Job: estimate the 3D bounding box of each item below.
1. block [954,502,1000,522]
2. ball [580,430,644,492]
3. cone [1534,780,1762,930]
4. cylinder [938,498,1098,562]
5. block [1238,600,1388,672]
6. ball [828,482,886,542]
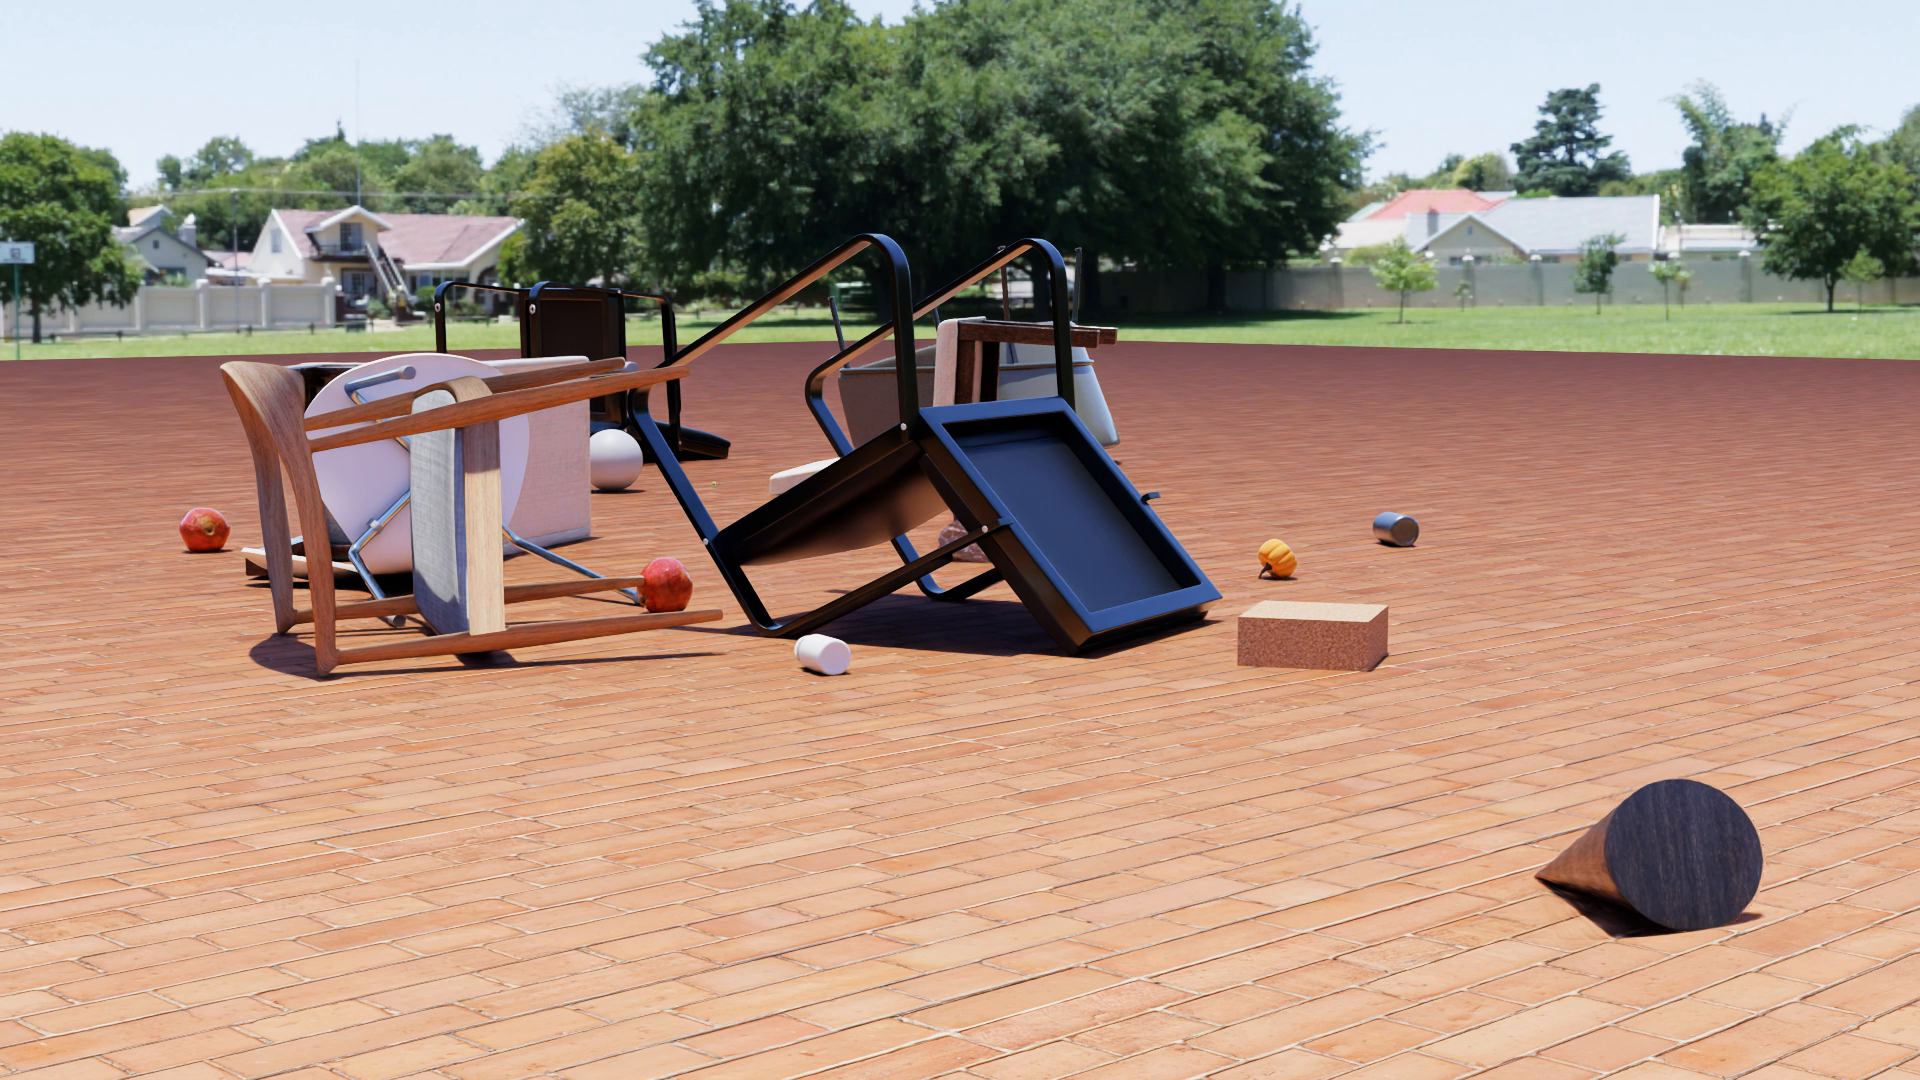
[{"bbox_3d":[0.053,-0.050,6.503,0.122,0.081,0.168,1,6,7],"label":"block"},{"bbox_3d":[-1.065,-0.244,7.846,0.191,0.191,0.191,0,6,0],"label":"ball"},{"bbox_3d":[0.683,0.344,2.710,0.202,0.153,0.248,3,-13,-25],"label":"cone"},{"bbox_3d":[0.140,-0.025,6.042,0.317,0.122,0.328,-3,5,13],"label":"cylinder"},{"bbox_3d":[0.609,0.164,4.415,0.220,0.084,0.229,2,6,18],"label":"block"},{"bbox_3d":[-0.255,-0.069,6.375,0.145,0.145,0.145,0,6,0],"label":"ball"}]
